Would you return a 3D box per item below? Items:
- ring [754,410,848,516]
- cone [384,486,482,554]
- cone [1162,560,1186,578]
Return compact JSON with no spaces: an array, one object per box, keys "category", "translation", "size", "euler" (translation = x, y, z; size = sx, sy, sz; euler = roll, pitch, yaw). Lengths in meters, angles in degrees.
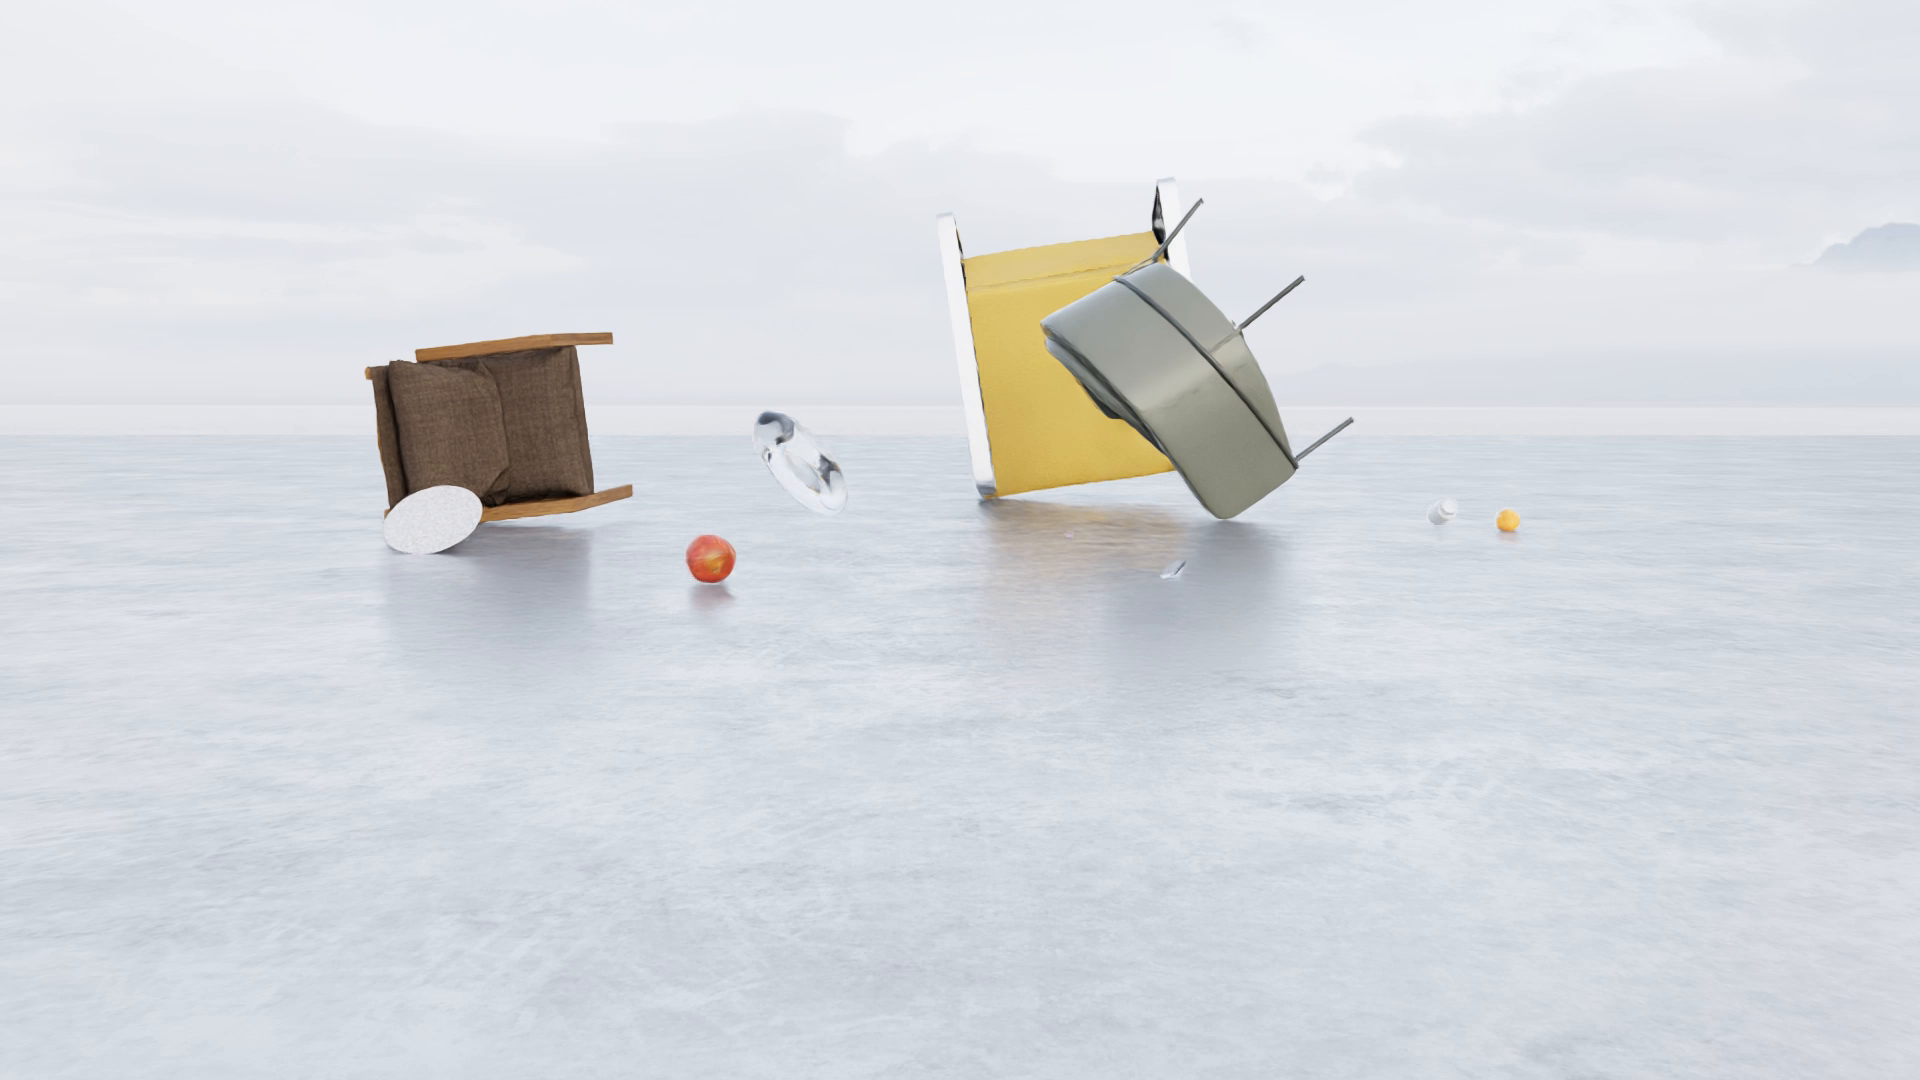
[{"category":"ring","translation":[-0.495,-0.240,6.856],"size":[0.173,0.420,0.153],"euler":[-31,29,19]},{"category":"cone","translation":[-1.454,-0.016,6.129],"size":[0.276,0.109,0.303],"euler":[-18,40,-10]},{"category":"cone","translation":[0.514,0.080,5.233],"size":[0.067,0.029,0.045],"euler":[-33,29,8]}]
